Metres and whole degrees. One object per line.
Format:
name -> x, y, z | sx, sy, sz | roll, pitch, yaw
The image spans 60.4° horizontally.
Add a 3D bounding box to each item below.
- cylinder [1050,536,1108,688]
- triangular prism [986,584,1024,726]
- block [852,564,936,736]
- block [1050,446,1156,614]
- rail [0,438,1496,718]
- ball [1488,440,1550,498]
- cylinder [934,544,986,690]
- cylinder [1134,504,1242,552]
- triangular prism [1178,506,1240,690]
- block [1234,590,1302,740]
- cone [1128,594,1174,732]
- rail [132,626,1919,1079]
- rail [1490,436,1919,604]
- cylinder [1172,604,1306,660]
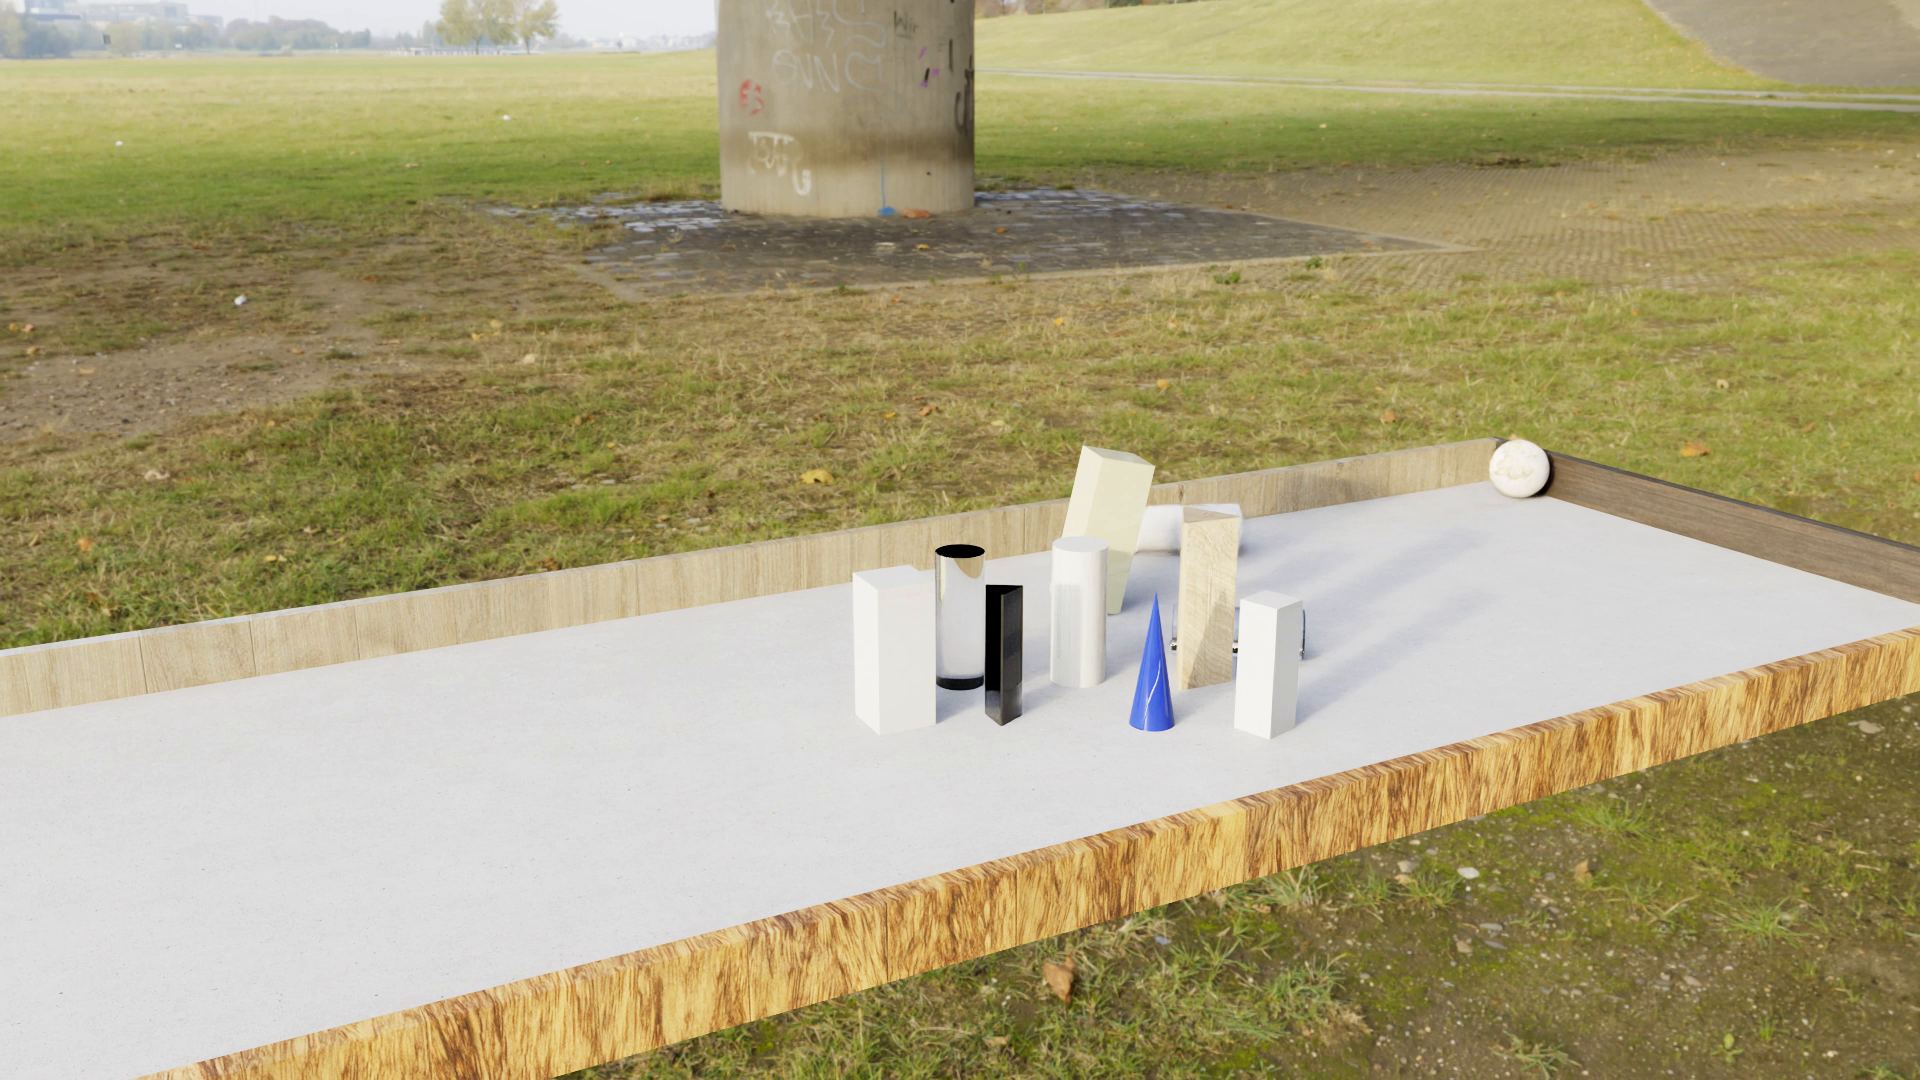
cylinder -> 0.298, 0.179, 4.120 | 0.140, 0.353, 0.140 | 0, 16, 0
triangular prism -> 0.091, 0.265, 3.878 | 0.075, 0.324, 0.087 | 11, 20, 34
block -> -0.153, 0.255, 3.859 | 0.144, 0.354, 0.144 | -8, 18, -25
block -> 0.397, -0.028, 4.640 | 0.158, 0.433, 0.158 | 8, 13, -18
rail -> -3.305, 0.497, 3.399 | 12.000, 0.150, 0.050 | -9, 18, -27
ball -> 1.983, -0.252, 5.850 | 0.206, 0.206, 0.206 | 0, 16, 0
cylinder -> 0.000, 0.192, 4.096 | 0.123, 0.342, 0.123 | 0, 16, 0
cylinder -> 0.707, -0.037, 5.223 | 0.346, 0.146, 0.146 | -1, 16, -4
triangular prism -> 0.585, 0.140, 4.115 | 0.153, 0.430, 0.133 | -7, 18, -23
block -> 0.713, 0.287, 3.816 | 0.100, 0.316, 0.100 | -15, 22, -42
cone -> 0.452, 0.273, 3.843 | 0.108, 0.329, 0.108 | 0, 16, 0
rail -> -2.336, 1.006, 1.665 | 12.000, 0.150, 0.050 | -9, 18, -27
rail -> 2.466, -0.048, 5.253 | 0.050, 0.150, 2.100 | -9, 18, -27
cylinder -> 0.725, 0.240, 4.306 | 0.337, 0.131, 0.131 | 2, 17, 8
